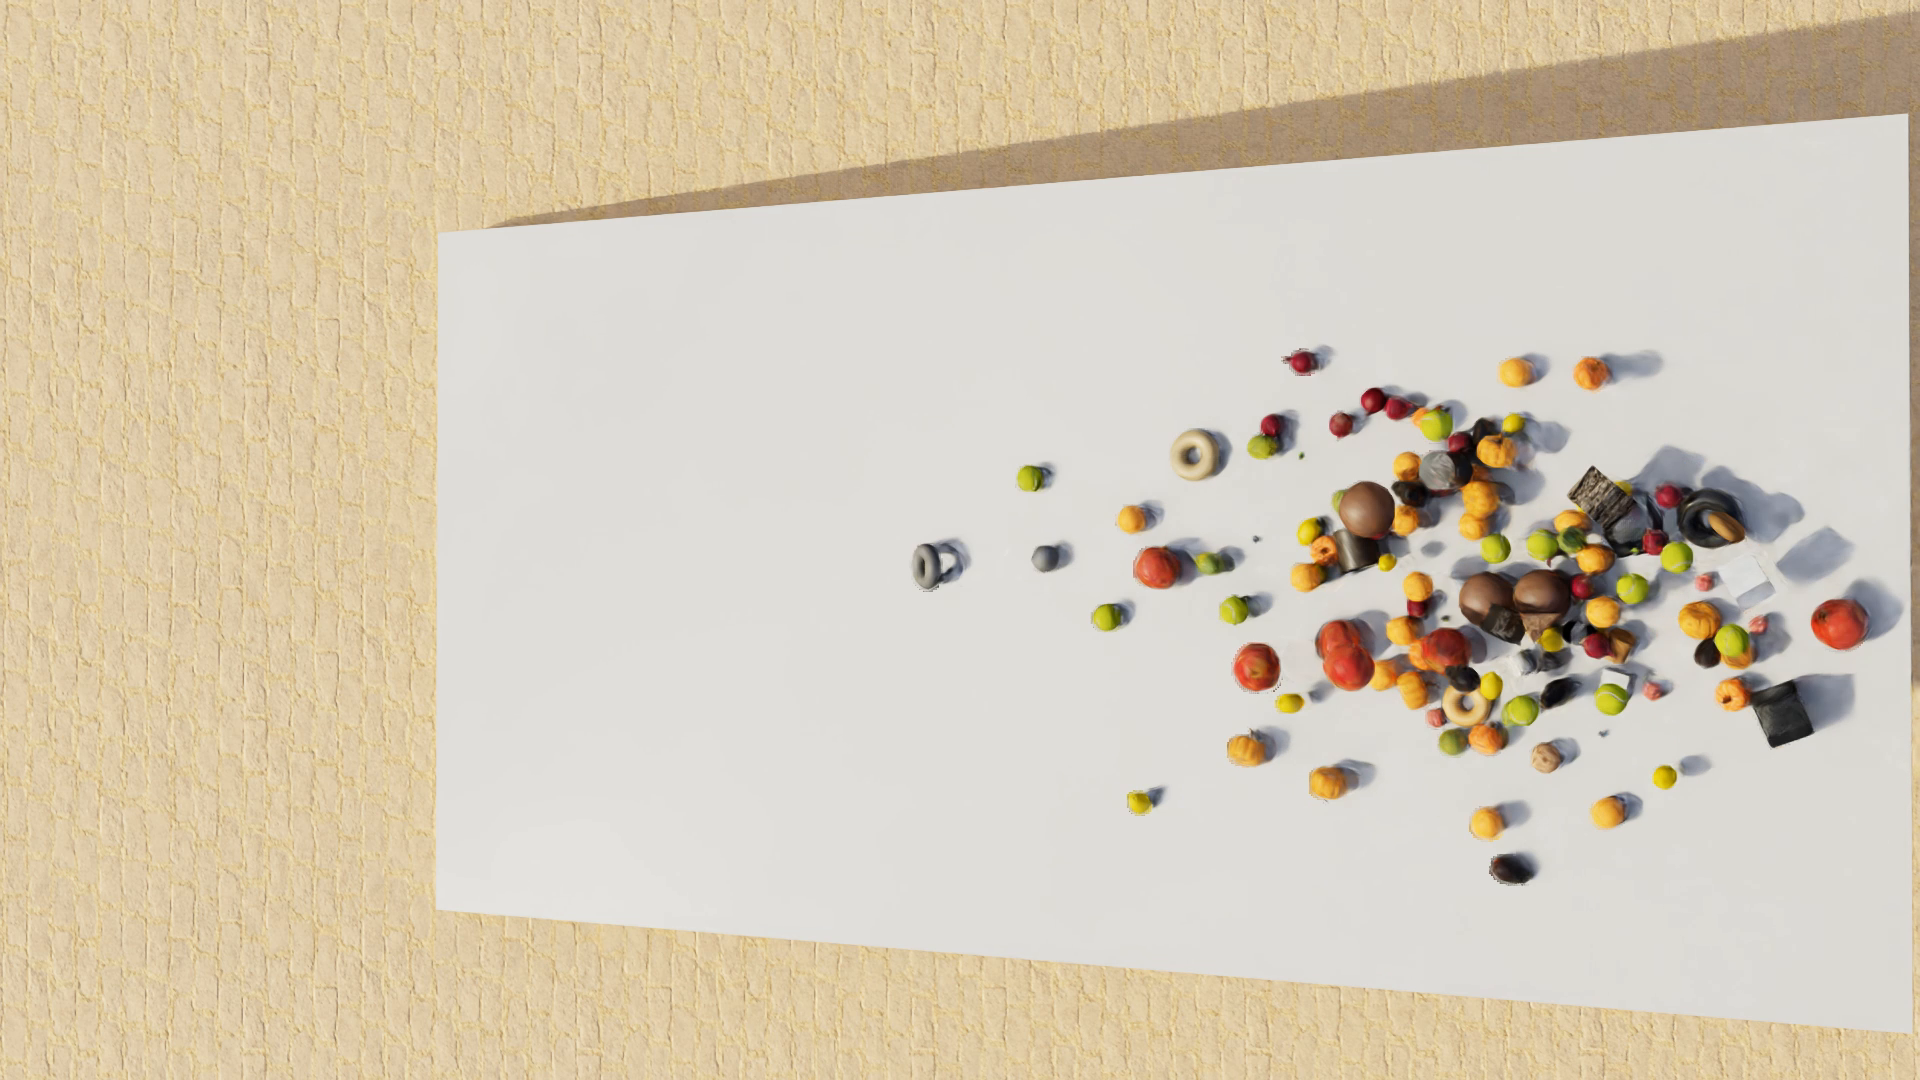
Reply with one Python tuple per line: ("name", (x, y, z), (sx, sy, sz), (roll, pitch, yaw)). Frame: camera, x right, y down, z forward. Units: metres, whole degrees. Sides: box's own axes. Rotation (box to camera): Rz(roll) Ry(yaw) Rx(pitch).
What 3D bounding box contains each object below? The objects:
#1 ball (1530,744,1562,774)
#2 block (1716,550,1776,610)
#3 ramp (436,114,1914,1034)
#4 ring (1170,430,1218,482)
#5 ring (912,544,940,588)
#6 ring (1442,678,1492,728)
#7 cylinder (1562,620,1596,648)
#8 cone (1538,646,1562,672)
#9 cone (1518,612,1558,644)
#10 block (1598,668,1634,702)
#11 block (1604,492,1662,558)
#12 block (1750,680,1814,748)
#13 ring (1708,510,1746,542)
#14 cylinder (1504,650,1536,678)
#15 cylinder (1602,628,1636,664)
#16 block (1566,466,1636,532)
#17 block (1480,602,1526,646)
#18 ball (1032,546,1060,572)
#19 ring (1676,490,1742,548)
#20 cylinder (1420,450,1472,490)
("ball", (1.351, 0.504, 5.076), (0.069, 0.069, 0.069), (0, 89, 0))
("block", (1.710, 0.089, 4.780), (0.080, 0.080, 0.080), (-33, 53, 18))
("ramp", (0.281, 0.081, 5.684), (4.000, 0.100, 2.000), (0, 89, 25))
("ring", (0.583, -0.210, 5.465), (0.130, 0.043, 0.130), (-2, 86, 29))
("ring", (-0.088, 0.069, 5.757), (0.040, 0.120, 0.120), (-4, 89, -28))
("ring", (1.192, 0.383, 5.171), (0.114, 0.038, 0.114), (0, 90, 24))
("cylinder", (1.416, 0.215, 5.030), (0.054, 0.054, 0.054), (-6, 101, -30))
("cone", (1.353, 0.269, 5.078), (0.059, 0.059, 0.059), (-18, 89, 0))
("cone", (1.309, 0.183, 4.939), (0.079, 0.079, 0.079), (-25, 89, 11))
("block", (1.495, 0.330, 5.015), (0.059, 0.059, 0.059), (16, 96, 25))
("block", (1.517, -0.034, 4.958), (0.098, 0.098, 0.098), (-11, 53, 34))
("block", (1.803, 0.382, 4.826), (0.096, 0.096, 0.096), (-23, 101, 19))
("ring", (1.684, -0.029, 4.827), (0.089, 0.089, 0.030), (34, 118, 0))
("cylinder", (1.302, 0.288, 5.112), (0.052, 0.052, 0.052), (-25, 78, 0))
("cylinder", (1.498, 0.242, 5.006), (0.058, 0.058, 0.058), (17, 122, 0))
("block", (1.434, -0.092, 4.922), (0.089, 0.089, 0.089), (31, 104, -37))
("block", (1.244, 0.192, 5.012), (0.066, 0.066, 0.066), (17, 100, -32))
("ball", (0.218, 0.048, 5.621), (0.070, 0.070, 0.070), (0, 89, 0))
("ring", (1.676, -0.048, 4.921), (0.143, 0.048, 0.143), (14, 119, 27))
("cylinder", (1.124, -0.161, 5.084), (0.090, 0.090, 0.090), (2, 94, 39))
